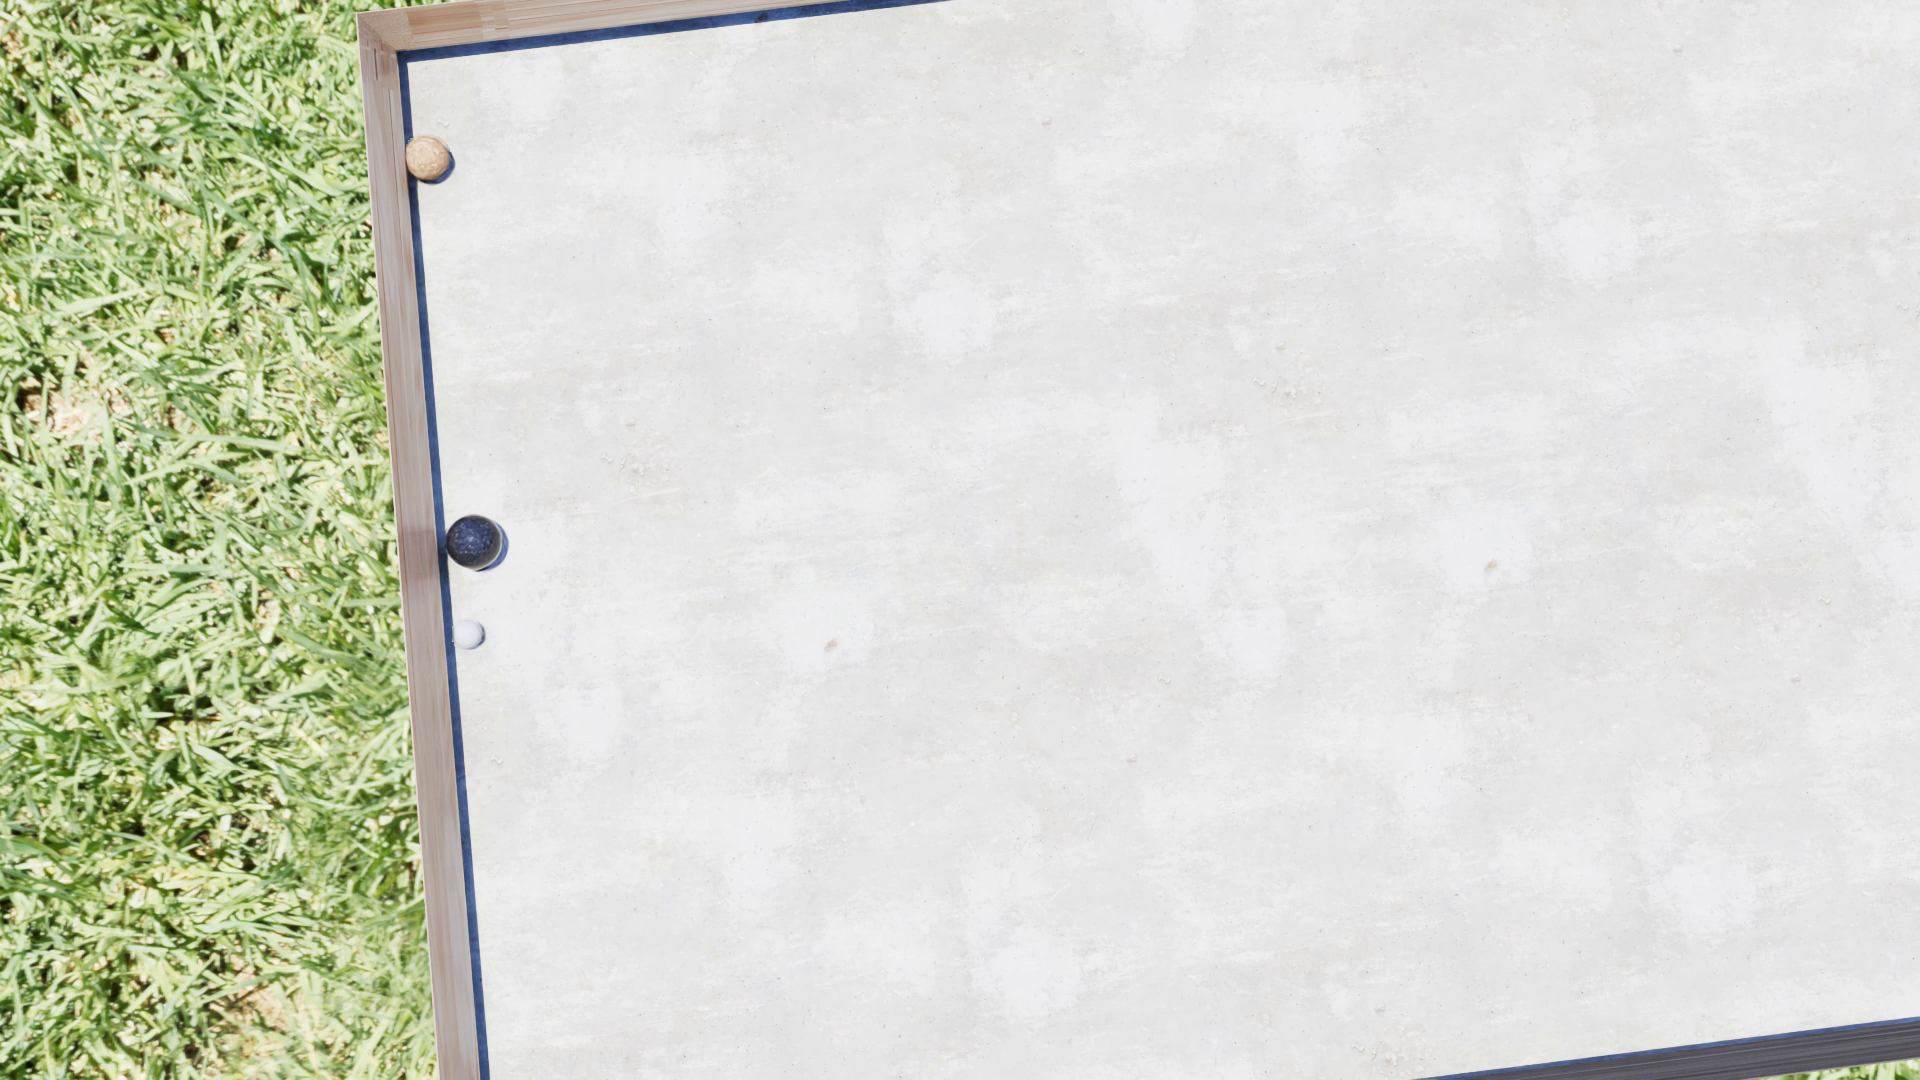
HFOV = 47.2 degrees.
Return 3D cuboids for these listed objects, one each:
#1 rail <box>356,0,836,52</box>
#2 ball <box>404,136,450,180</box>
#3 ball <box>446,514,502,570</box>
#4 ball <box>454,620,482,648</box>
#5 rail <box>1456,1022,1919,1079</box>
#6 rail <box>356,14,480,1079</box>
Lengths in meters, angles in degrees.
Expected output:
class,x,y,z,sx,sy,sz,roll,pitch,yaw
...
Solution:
class,x,y,z,sx,sy,sz,roll,pitch,yaw
rail,0.706,-0.965,3.433,3.273,0.108,0.045,-7,80,-1
ball,-0.821,-0.588,3.388,0.068,0.068,0.068,0,80,0
ball,-0.724,0.003,3.276,0.083,0.083,0.083,0,80,0
ball,-0.732,0.140,3.272,0.043,0.043,0.043,0,80,0
rail,0.919,0.764,3.129,3.273,0.108,0.045,-7,80,-1
rail,-0.789,0.090,3.247,0.045,0.108,1.816,-7,80,-1
